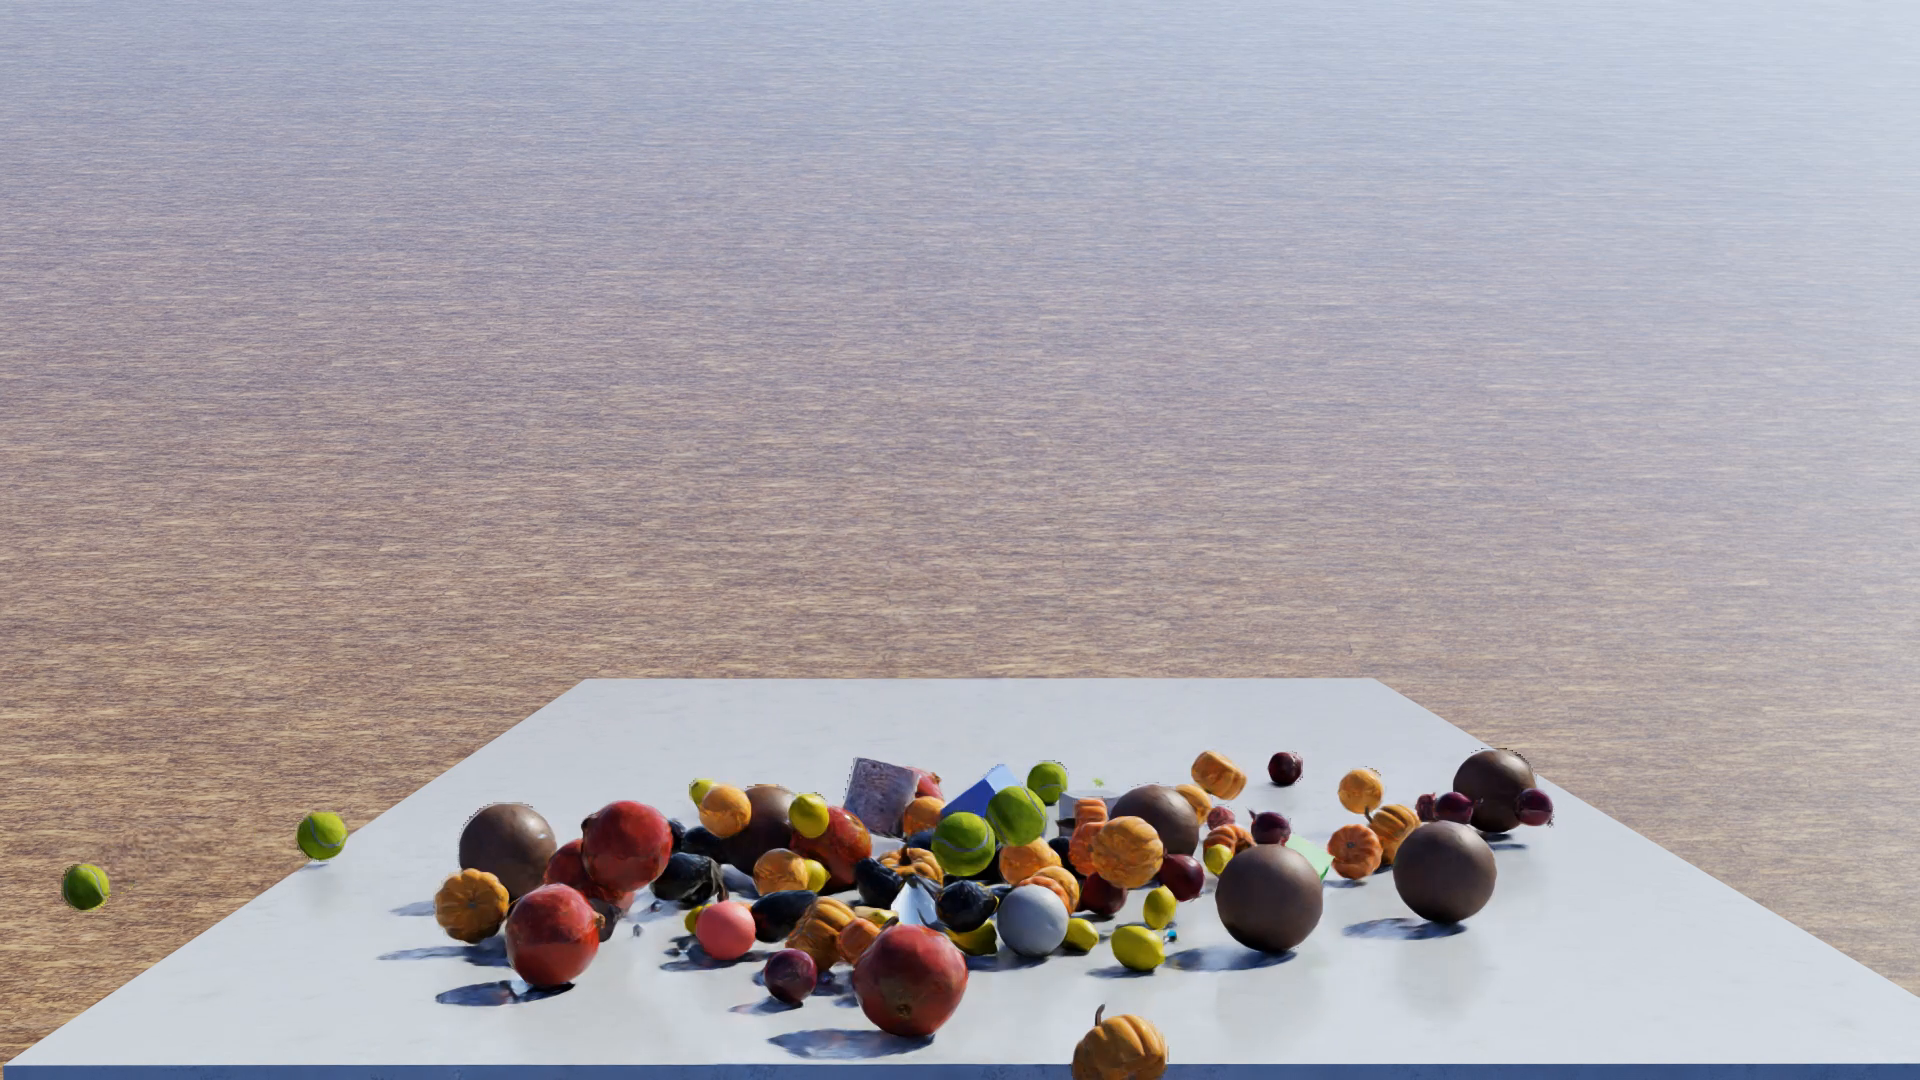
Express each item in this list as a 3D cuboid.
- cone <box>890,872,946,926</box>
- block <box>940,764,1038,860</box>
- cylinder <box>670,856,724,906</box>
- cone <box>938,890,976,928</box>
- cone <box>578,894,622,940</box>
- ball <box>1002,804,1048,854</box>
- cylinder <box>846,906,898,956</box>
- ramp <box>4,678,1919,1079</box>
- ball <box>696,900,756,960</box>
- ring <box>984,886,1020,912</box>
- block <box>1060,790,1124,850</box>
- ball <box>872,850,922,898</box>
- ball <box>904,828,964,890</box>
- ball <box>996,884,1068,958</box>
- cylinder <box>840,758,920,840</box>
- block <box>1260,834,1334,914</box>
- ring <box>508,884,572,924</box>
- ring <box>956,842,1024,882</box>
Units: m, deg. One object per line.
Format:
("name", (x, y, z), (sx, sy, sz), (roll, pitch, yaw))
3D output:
("cone", (-0.056, 0.434, 3.218), (0.072, 0.072, 0.072), (-3, 53, 4))
("block", (0.042, 0.376, 3.564), (0.084, 0.084, 0.084), (-37, -4, 21))
("cylinder", (-0.348, 0.451, 3.413), (0.057, 0.057, 0.057), (4, 1, 8))
("cone", (0.005, 0.465, 3.235), (0.054, 0.054, 0.054), (-11, -8, -23))
("cone", (-0.424, 0.453, 3.113), (0.056, 0.056, 0.056), (10, 4, 23))
("ball", (0.088, 0.424, 3.807), (0.081, 0.081, 0.081), (0, 23, 0))
("cylinder", (-0.104, 0.464, 3.057), (0.053, 0.053, 0.053), (9, 22, -7))
("ramp", (0.053, 0.484, 4.539), (2.000, 0.100, 4.000), (0, 2, 0))
("ball", (-0.276, 0.462, 3.039), (0.070, 0.070, 0.070), (0, 23, 0))
("ring", (0.072, 0.469, 3.357), (0.080, 0.027, 0.080), (2, 3, 0))
("block", (0.199, 0.423, 3.891), (0.077, 0.077, 0.077), (-1, 2, -15))
("ball", (-0.085, 0.447, 3.436), (0.067, 0.067, 0.067), (0, 23, 0))
("ball", (-0.037, 0.435, 3.494), (0.086, 0.086, 0.086), (0, 23, 0))
("ball", (0.086, 0.452, 3.052), (0.085, 0.085, 0.085), (0, 23, 0))
("cylinder", (-0.113, 0.367, 3.640), (0.094, 0.094, 0.094), (15, -11, 3))
("block", (0.434, 0.430, 3.315), (0.061, 0.061, 0.061), (30, 35, 15))
("ring", (-0.506, 0.439, 3.104), (0.083, 0.028, 0.083), (-24, -13, -6))
("ring", (0.025, 0.451, 3.611), (0.131, 0.044, 0.131), (0, 4, 0))
